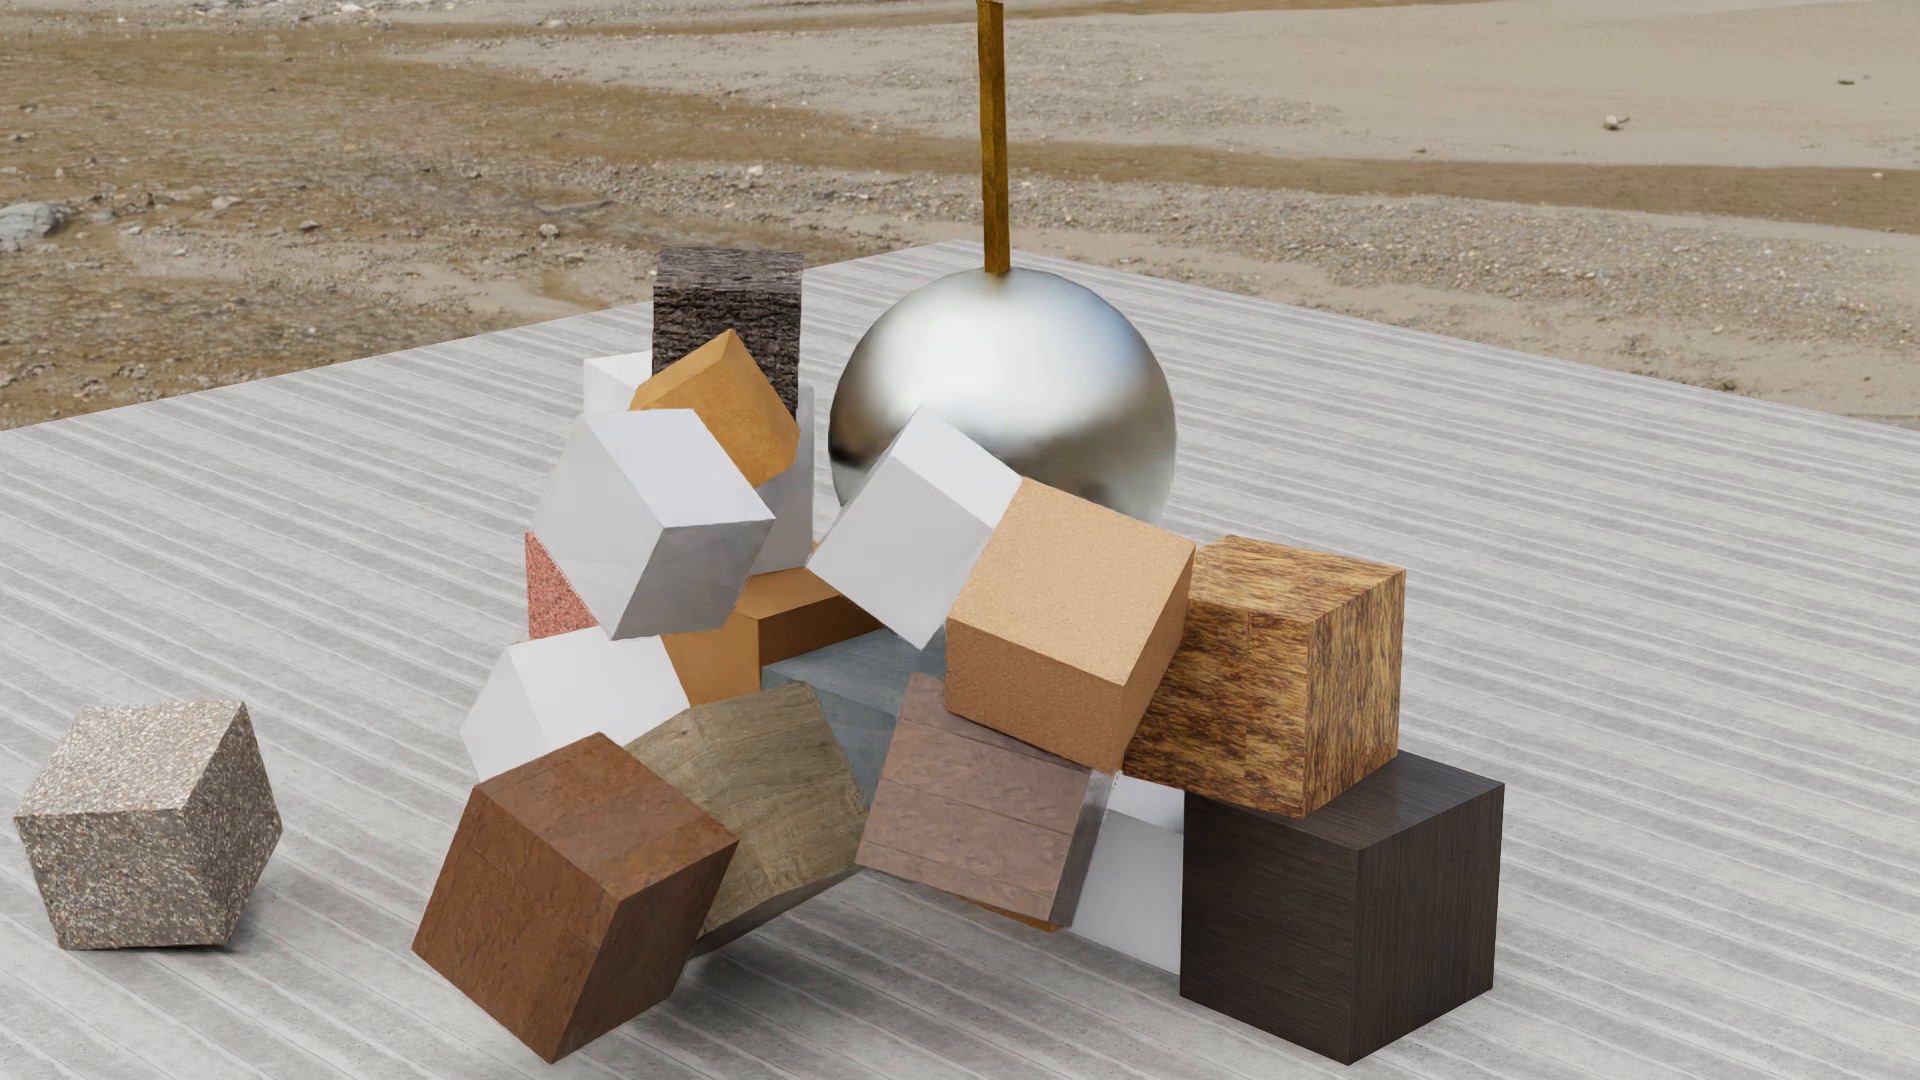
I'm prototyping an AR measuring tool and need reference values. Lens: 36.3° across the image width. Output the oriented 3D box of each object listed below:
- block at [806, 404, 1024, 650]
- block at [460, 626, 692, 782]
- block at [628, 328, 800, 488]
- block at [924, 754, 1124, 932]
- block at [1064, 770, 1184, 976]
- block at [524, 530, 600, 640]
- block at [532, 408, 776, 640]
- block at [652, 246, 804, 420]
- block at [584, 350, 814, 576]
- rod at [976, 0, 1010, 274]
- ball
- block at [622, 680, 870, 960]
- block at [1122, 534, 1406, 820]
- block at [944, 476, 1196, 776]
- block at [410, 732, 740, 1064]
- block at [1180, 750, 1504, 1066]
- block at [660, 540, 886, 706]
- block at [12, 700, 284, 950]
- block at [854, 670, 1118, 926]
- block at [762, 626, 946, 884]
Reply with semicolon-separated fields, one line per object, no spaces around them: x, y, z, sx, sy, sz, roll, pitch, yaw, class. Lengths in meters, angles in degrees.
-0.157;-0.059;11.782;0.568;0.605;0.631;36;23;-4;block
-1.723;0.940;13.455;0.725;0.825;0.768;-13;66;-32;block
-1.105;-0.520;13.201;0.516;0.573;0.571;-31;15;10;block
0.377;1.154;13.248;0.786;0.847;0.788;15;23;40;block
0.981;1.411;12.776;0.791;0.646;0.694;16;24;42;block
-1.570;0.459;15.125;0.949;1.055;0.889;-17;24;-42;block
-1.274;-0.074;12.125;0.566;0.613;0.710;-5;45;-42;block
-1.098;-0.979;13.877;0.678;0.634;0.644;2;23;-4;block
-1.298;-0.386;14.519;0.797;0.917;0.920;-10;23;-30;block
0.084;-3.658;12.280;0.080;5.200;0.080;17;27;42;rod
0.194;-0.451;13.404;1.600;1.600;1.600;0;17;0;ball
-1.061;1.217;12.141;0.988;0.817;0.940;-31;-10;26;block
1.258;0.546;12.129;0.837;0.829;0.844;12;21;33;block
0.416;0.333;11.252;0.712;0.660;0.709;21;58;13;block
-1.470;1.355;11.218;0.738;0.805;0.756;35;28;20;block
1.581;1.454;12.169;0.986;0.928;0.886;-17;24;-42;block
-0.915;0.661;14.514;1.010;1.035;0.928;-17;24;-42;block
-3.523;1.238;12.806;0.756;0.714;0.815;-3;30;9;block
0.134;1.054;11.809;0.794;0.786;0.794;16;-6;11;block
-0.227;0.977;13.902;0.991;0.800;1.001;17;24;42;block
